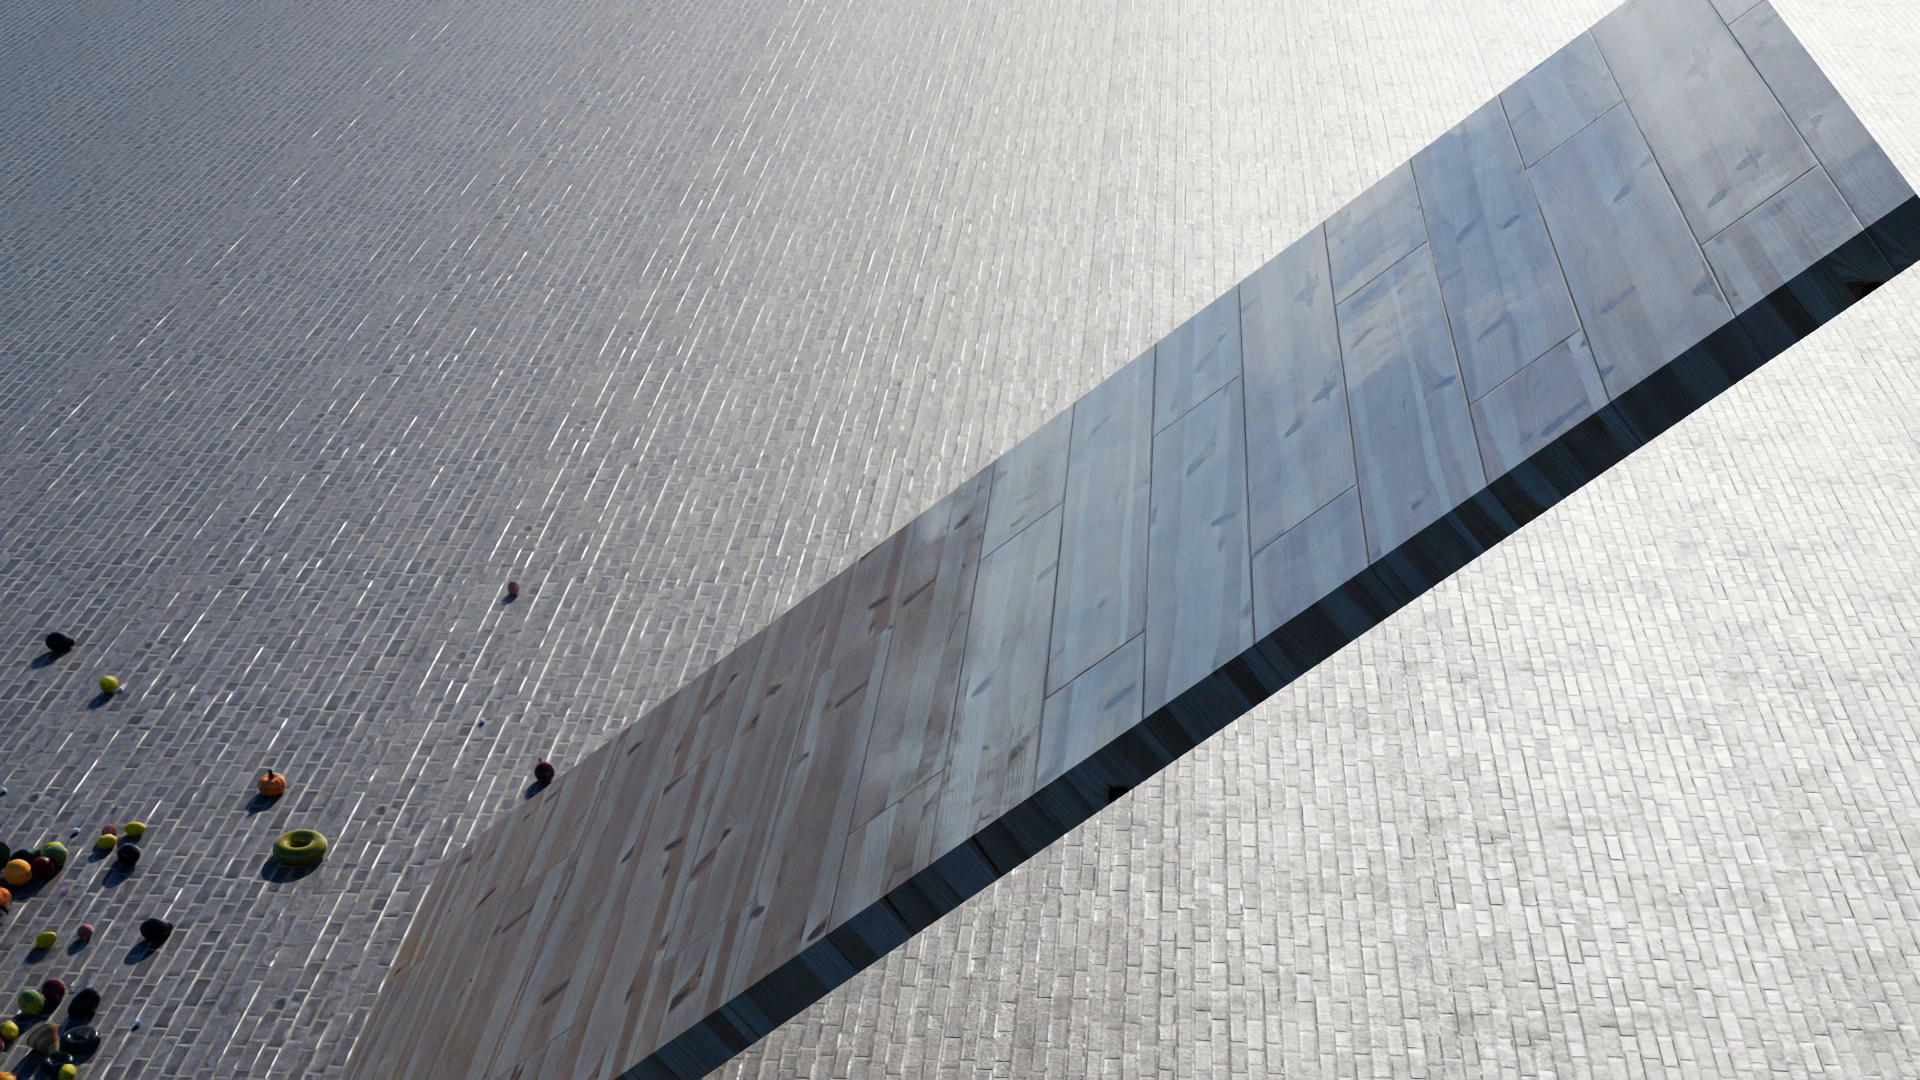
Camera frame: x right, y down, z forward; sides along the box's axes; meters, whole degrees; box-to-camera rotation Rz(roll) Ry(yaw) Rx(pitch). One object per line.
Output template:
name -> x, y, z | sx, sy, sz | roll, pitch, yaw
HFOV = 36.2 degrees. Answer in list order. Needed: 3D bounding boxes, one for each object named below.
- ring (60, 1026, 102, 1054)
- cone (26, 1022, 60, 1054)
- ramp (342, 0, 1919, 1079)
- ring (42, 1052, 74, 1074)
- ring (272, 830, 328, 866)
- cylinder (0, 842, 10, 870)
ring -> -2.148, 1.221, 7.182 | 0.098, 0.033, 0.098 | 0, 25, 0
cone -> -2.209, 1.234, 7.147 | 0.085, 0.085, 0.085 | -22, 58, -41
ramp -> 0.121, 0.185, 6.339 | 4.000, 0.100, 2.000 | -36, 16, 18
ring -> -2.176, 1.262, 7.096 | 0.079, 0.026, 0.079 | 1, 24, -1
ring -> -1.802, 0.840, 8.034 | 0.148, 0.049, 0.148 | 0, 25, 0
cylinder -> -2.638, 0.846, 7.965 | 0.092, 0.092, 0.092 | 21, 31, 39
